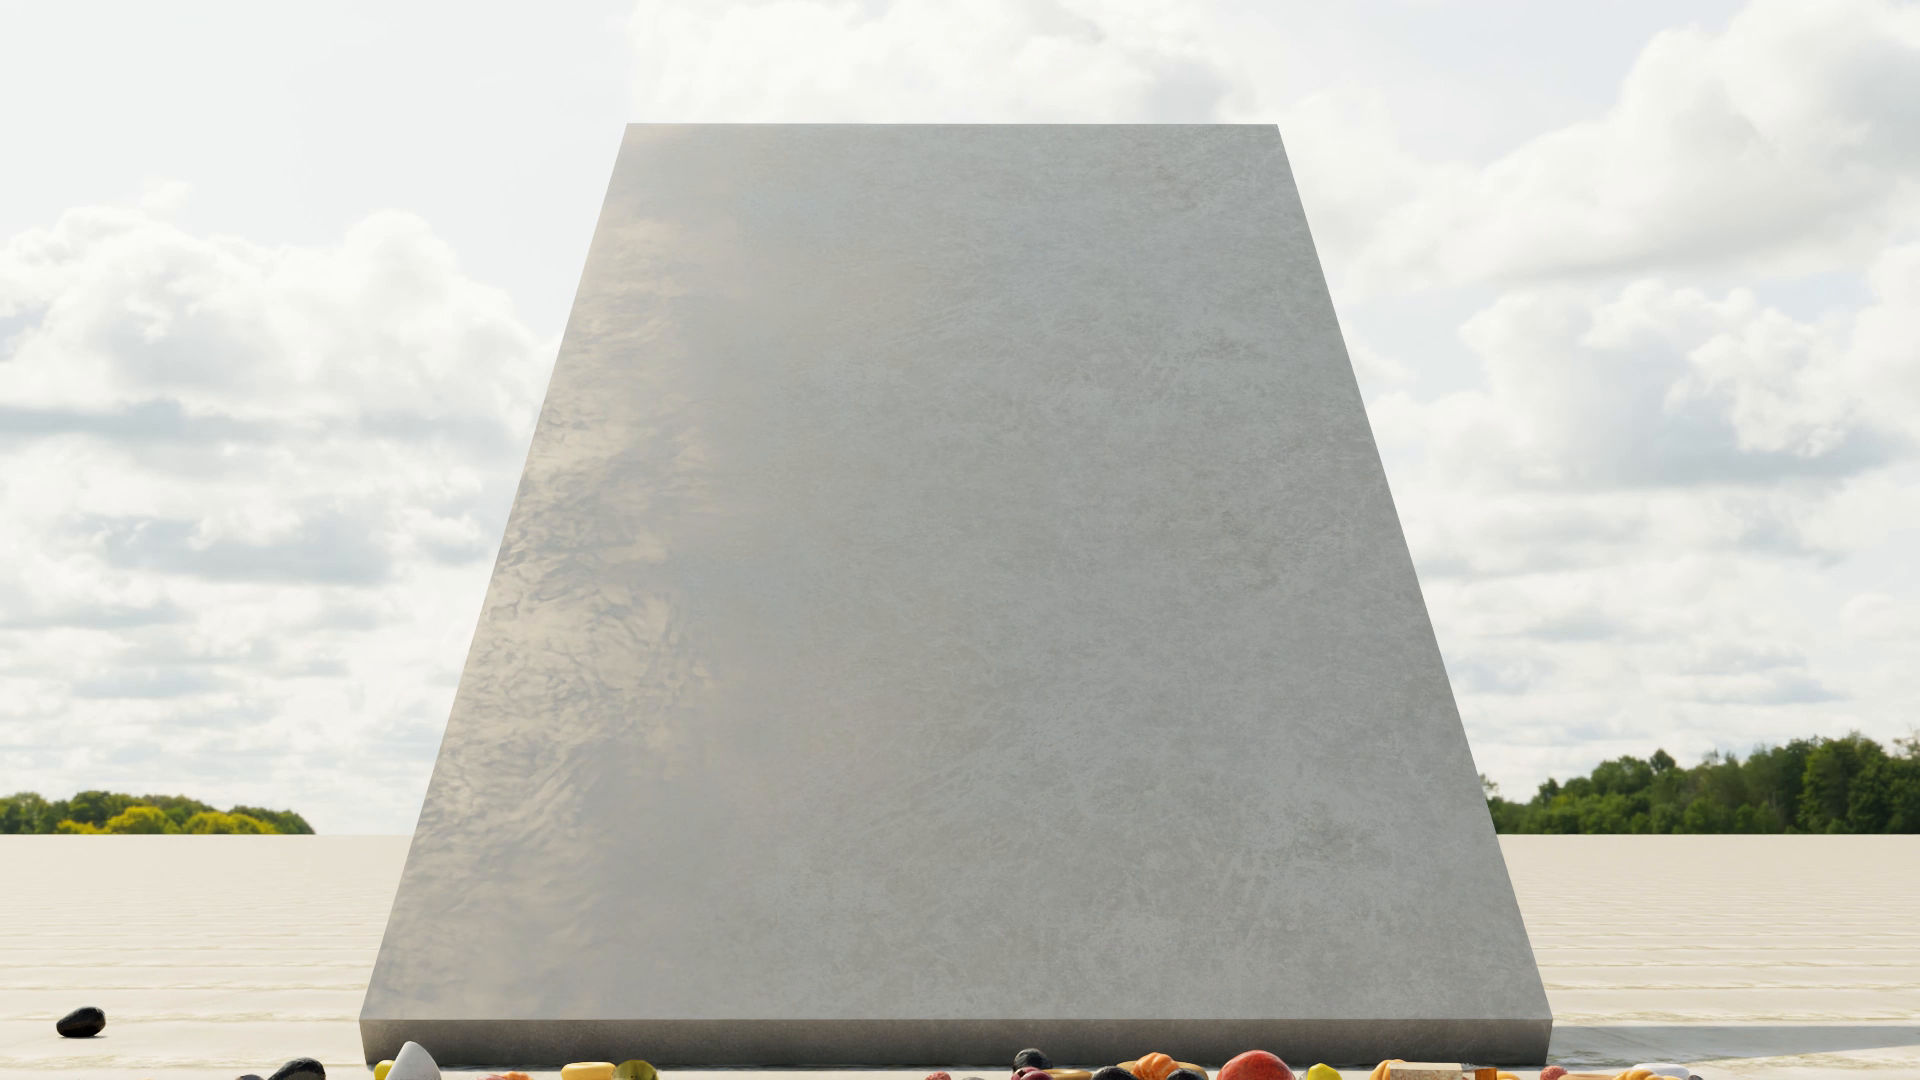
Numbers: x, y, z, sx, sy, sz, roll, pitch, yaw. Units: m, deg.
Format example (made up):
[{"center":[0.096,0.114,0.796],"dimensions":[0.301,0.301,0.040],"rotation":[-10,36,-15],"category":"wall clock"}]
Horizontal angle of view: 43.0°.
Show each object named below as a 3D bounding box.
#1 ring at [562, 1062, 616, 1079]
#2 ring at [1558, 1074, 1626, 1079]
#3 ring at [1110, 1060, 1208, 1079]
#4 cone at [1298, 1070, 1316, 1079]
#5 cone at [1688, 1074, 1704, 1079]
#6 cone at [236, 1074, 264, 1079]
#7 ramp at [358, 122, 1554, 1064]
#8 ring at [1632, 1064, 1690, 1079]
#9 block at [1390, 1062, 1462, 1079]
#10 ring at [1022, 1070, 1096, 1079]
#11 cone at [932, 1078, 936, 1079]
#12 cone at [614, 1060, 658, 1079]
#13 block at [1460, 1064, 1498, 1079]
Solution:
[{"center":[-0.581,0.836,3.821],"dimensions":[0.088,0.029,0.088],"rotation":[-1,-8,0],"category":"ring"},{"center":[0.926,0.801,3.559],"dimensions":[0.111,0.037,0.111],"rotation":[1,-8,0],"category":"ring"},{"center":[0.295,0.801,3.604],"dimensions":[0.149,0.050,0.149],"rotation":[1,-6,0],"category":"ring"},{"center":[0.476,0.752,3.162],"dimensions":[0.094,0.094,0.094],"rotation":[27,-8,-1],"category":"cone"},{"center":[0.943,0.757,3.190],"dimensions":[0.085,0.085,0.085],"rotation":[-37,-28,32],"category":"cone"},{"center":[-0.924,0.761,3.220],"dimensions":[0.083,0.083,0.083],"rotation":[-3,-34,25],"category":"cone"},{"center":[-0.014,-0.197,5.811],"dimensions":[2.000,0.100,4.000],"rotation":[0,31,0],"category":"ramp"},{"center":[1.093,0.834,3.802],"dimensions":[0.089,0.030,0.089],"rotation":[1,-8,0],"category":"ring"},{"center":[0.601,0.725,3.143],"dimensions":[0.091,0.091,0.091],"rotation":[-1,-7,10],"category":"block"},{"center":[0.145,0.806,3.601],"dimensions":[0.117,0.039,0.117],"rotation":[-1,-7,0],"category":"ring"},{"center":[-0.035,0.753,3.151],"dimensions":[0.085,0.085,0.085],"rotation":[1,-33,-5],"category":"cone"},{"center":[-0.476,0.804,3.551],"dimensions":[0.066,0.066,0.066],"rotation":[0,20,-2],"category":"cone"},{"center":[0.671,0.750,3.288],"dimensions":[0.076,0.076,0.076],"rotation":[5,-8,-37],"category":"block"}]
